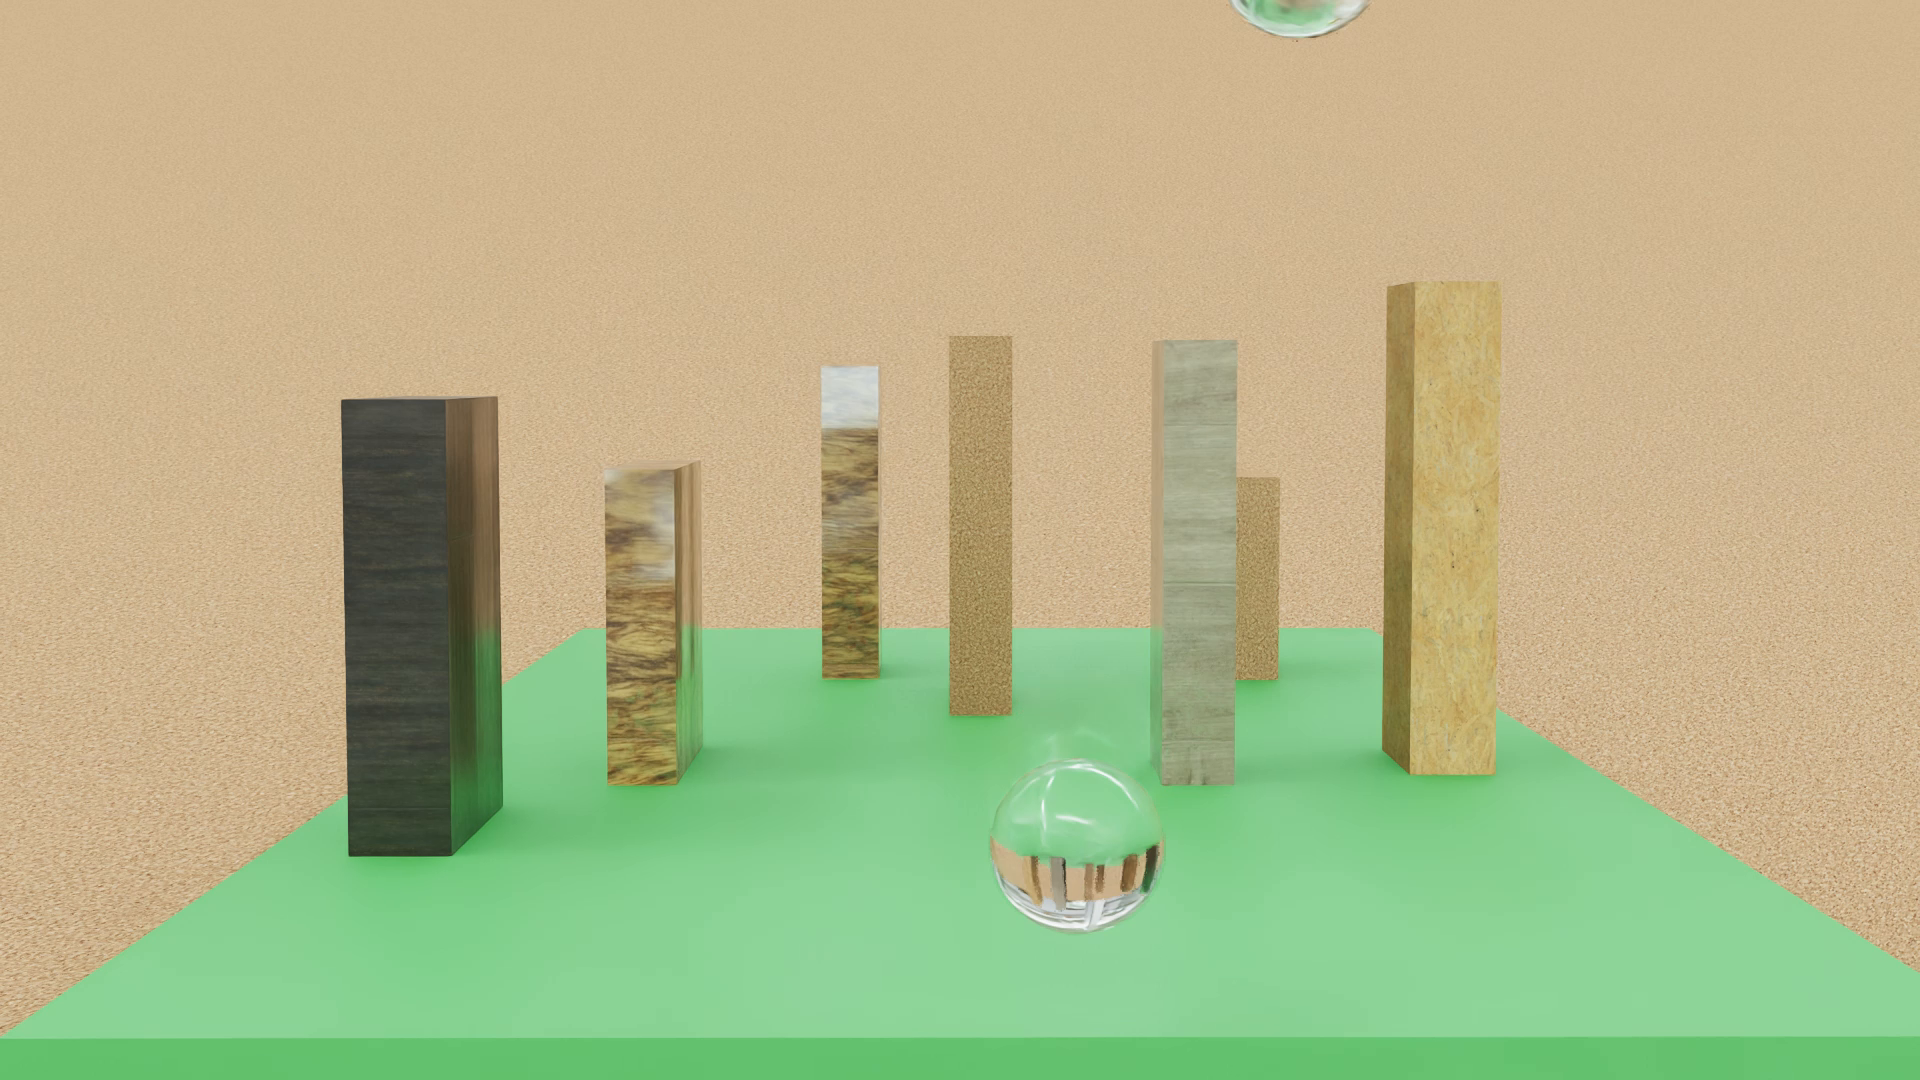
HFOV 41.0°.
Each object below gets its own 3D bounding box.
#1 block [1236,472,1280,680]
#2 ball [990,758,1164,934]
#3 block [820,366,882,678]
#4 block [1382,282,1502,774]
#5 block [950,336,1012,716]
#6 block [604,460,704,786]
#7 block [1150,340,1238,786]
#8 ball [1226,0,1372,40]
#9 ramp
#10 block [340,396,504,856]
[{"bbox_3d":[0.623,0.072,5.585,0.104,0.431,0.312,0,4,0],"label":"block"},{"bbox_3d":[0.120,0.315,2.640,0.181,0.181,0.181,0,19,0],"label":"ball"},{"bbox_3d":[-0.234,-0.044,5.568,0.120,0.666,0.248,0,4,0],"label":"block"},{"bbox_3d":[0.801,-0.026,4.285,0.139,0.799,0.273,0,4,0],"label":"block"},{"bbox_3d":[0.039,-0.040,5.080,0.119,0.721,0.427,0,4,0],"label":"block"},{"bbox_3d":[-0.505,0.125,4.272,0.110,0.502,0.430,0,4,0],"label":"block"},{"bbox_3d":[0.377,0.029,4.172,0.115,0.705,0.251,0,4,0],"label":"block"},{"bbox_3d":[0.332,-0.576,2.503,0.172,0.172,0.172,0,19,0],"label":"ball"},{"bbox_3d":[0.045,0.408,4.537,2.000,0.100,4.000,0,4,0],"label":"ramp"},{"bbox_3d":[-0.760,0.107,3.660,0.140,0.619,0.399,0,4,0],"label":"block"}]
